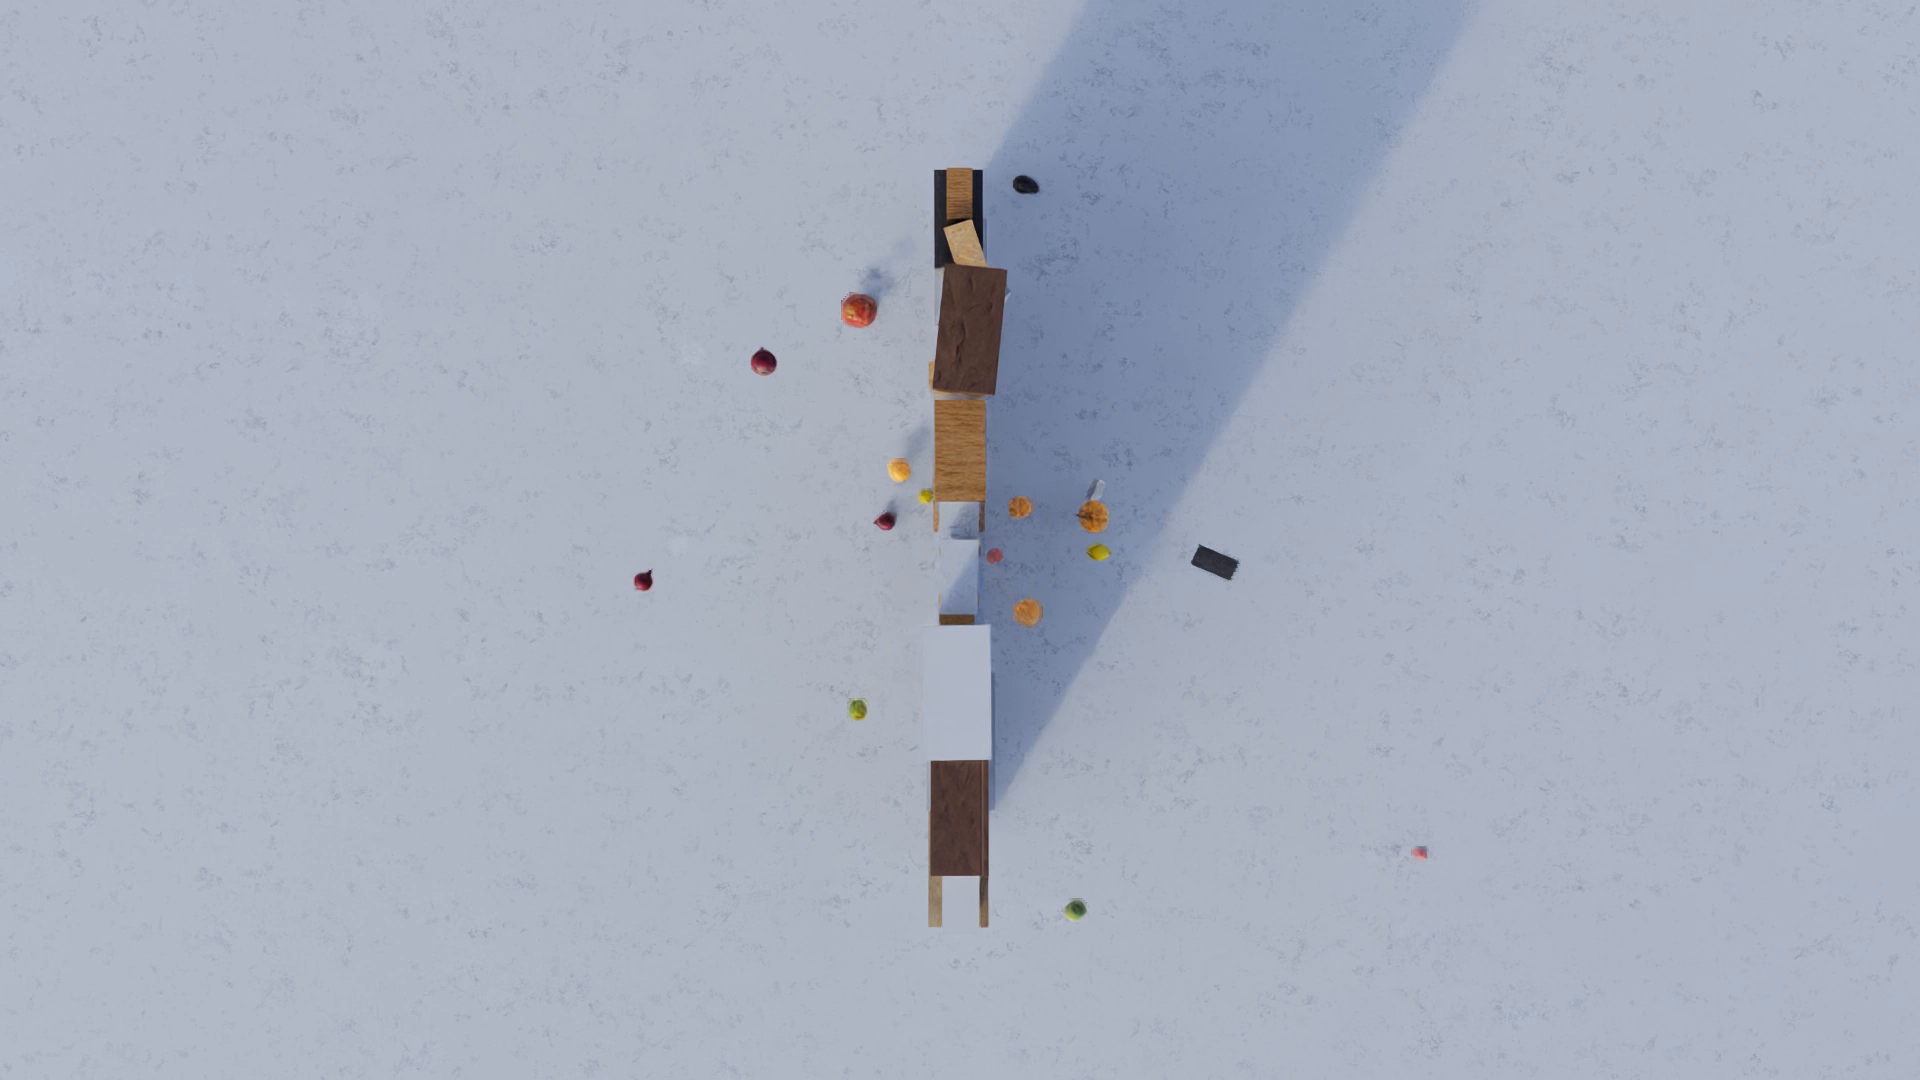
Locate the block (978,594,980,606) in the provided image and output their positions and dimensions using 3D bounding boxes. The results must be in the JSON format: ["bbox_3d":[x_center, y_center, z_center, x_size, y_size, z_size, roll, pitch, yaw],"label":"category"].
[{"bbox_3d":[0.002,0.153,4.211,0.093,0.186,0.026,-2,90,0],"label":"block"}]

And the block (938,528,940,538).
[{"bbox_3d":[-0.004,-0.020,4.562,0.105,0.369,0.030,-1,90,0],"label":"block"}]

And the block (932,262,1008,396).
[{"bbox_3d":[0.023,-0.497,3.909,0.149,0.042,0.299,6,88,-3],"label":"block"}]

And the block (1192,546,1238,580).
[{"bbox_3d":[0.697,0.062,4.507,0.117,0.017,0.059,24,91,15],"label":"block"}]

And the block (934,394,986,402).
[{"bbox_3d":[0.000,-0.314,4.249,0.136,0.039,0.273,0,90,0],"label":"block"}]

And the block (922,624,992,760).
[{"bbox_3d":[-0.006,0.350,3.791,0.153,0.043,0.307,-1,90,0],"label":"block"}]

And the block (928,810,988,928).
[{"bbox_3d":[-0.004,0.834,4.228,0.154,0.044,0.308,0,90,0],"label":"block"}]

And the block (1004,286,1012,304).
[{"bbox_3d":[0.040,-0.557,4.157,0.149,0.448,0.042,-40,91,-3],"label":"block"}]

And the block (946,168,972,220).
[{"bbox_3d":[-0.001,-0.894,4.260,0.066,0.019,0.131,0,90,0],"label":"block"}]

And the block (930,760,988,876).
[{"bbox_3d":[-0.001,0.642,3.832,0.135,0.038,0.269,0,90,0],"label":"block"}]

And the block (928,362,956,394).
[{"bbox_3d":[-0.001,-0.400,4.079,0.149,0.299,0.042,0,89,0],"label":"block"}]

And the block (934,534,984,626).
[{"bbox_3d":[-0.002,0.136,5.166,0.156,0.044,0.312,0,90,0],"label":"block"}]

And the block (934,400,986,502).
[{"bbox_3d":[0.000,-0.214,3.970,0.121,0.034,0.242,0,90,0],"label":"block"}]

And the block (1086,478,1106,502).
[{"bbox_3d":[0.386,-0.142,4.679,0.017,0.117,0.059,24,95,15],"label":"block"}]

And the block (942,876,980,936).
[{"bbox_3d":[0.002,0.869,4.014,0.090,0.025,0.179,0,90,0],"label":"block"}]

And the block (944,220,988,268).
[{"bbox_3d":[0.017,-0.740,4.239,0.075,0.021,0.150,-18,91,-2],"label":"block"}]

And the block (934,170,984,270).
[{"bbox_3d":[-0.004,-0.858,4.419,0.131,0.037,0.261,0,90,0],"label":"block"}]

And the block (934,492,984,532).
[{"bbox_3d":[-0.004,-0.185,5.157,0.160,0.045,0.320,0,90,0],"label":"block"}]

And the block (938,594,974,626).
[{"bbox_3d":[-0.009,0.234,4.317,0.092,0.026,0.185,-1,90,0],"label":"block"}]

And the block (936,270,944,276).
[{"bbox_3d":[-0.003,-0.770,4.568,0.131,0.261,0.037,0,90,0],"label":"block"}]

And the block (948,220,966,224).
[{"bbox_3d":[-0.001,-0.851,4.335,0.066,0.131,0.019,0,90,0],"label":"block"}]

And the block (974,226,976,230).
[{"bbox_3d":[0.005,-0.799,4.325,0.075,0.150,0.021,0,90,0],"label":"block"}]

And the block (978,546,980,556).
[{"bbox_3d":[0.004,0.030,4.366,0.093,0.497,0.026,-1,90,0],"label":"block"}]

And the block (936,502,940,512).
[{"bbox_3d":[-0.005,-0.213,4.859,0.129,0.036,0.257,0,90,0],"label":"block"}]

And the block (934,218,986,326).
[{"bbox_3d":[0.002,-0.837,5.151,0.163,0.046,0.326,0,90,0],"label":"block"}]

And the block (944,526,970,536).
[{"bbox_3d":[-0.007,-0.022,4.287,0.058,0.117,0.017,-7,89,6],"label":"block"}]

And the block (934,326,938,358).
[{"bbox_3d":[-0.003,-0.510,5.159,0.159,0.045,0.319,0,90,0],"label":"block"}]

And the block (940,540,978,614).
[{"bbox_3d":[-0.002,0.091,4.104,0.093,0.026,0.186,1,90,0],"label":"block"}]

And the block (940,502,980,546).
[{"bbox_3d":[-0.001,-0.090,4.363,0.105,0.030,0.211,1,90,0],"label":"block"}]

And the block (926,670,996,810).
[{"bbox_3d":[0.002,0.504,4.145,0.173,0.049,0.346,0,90,0],"label":"block"}]
